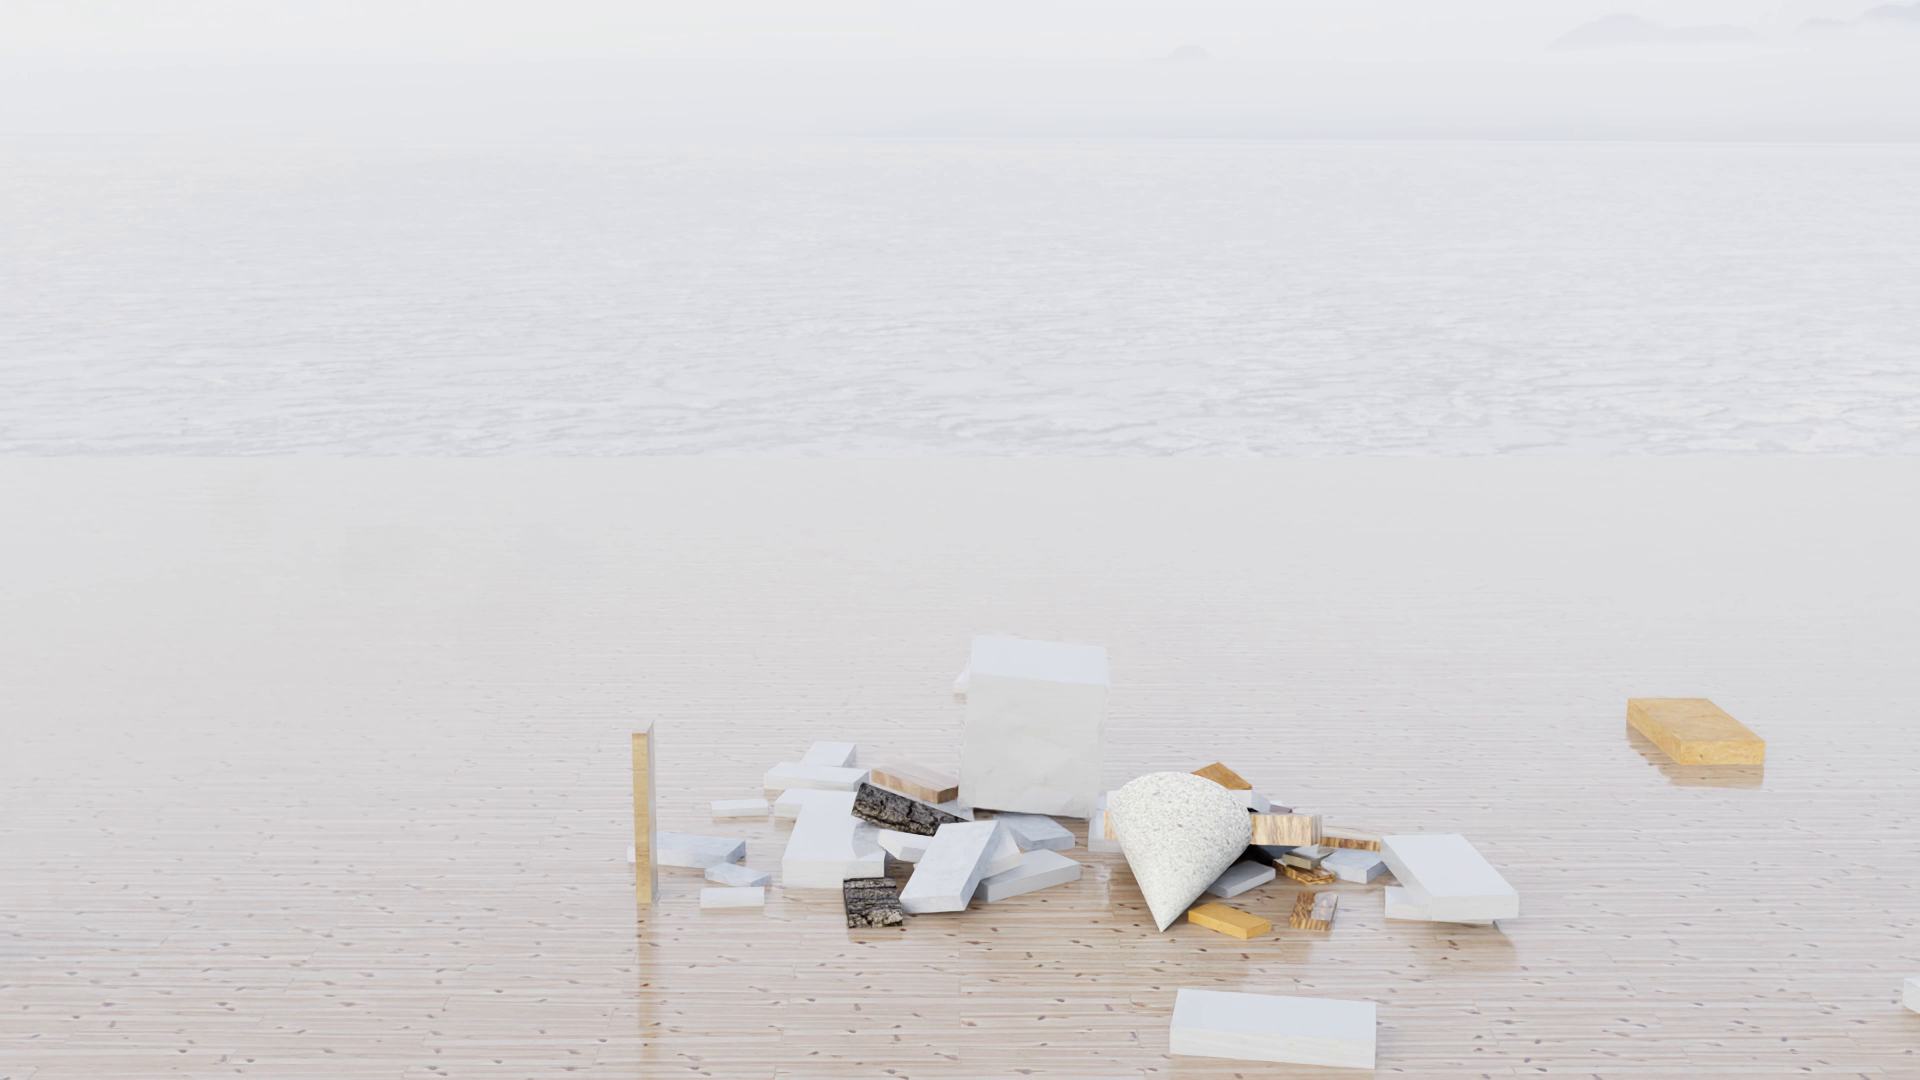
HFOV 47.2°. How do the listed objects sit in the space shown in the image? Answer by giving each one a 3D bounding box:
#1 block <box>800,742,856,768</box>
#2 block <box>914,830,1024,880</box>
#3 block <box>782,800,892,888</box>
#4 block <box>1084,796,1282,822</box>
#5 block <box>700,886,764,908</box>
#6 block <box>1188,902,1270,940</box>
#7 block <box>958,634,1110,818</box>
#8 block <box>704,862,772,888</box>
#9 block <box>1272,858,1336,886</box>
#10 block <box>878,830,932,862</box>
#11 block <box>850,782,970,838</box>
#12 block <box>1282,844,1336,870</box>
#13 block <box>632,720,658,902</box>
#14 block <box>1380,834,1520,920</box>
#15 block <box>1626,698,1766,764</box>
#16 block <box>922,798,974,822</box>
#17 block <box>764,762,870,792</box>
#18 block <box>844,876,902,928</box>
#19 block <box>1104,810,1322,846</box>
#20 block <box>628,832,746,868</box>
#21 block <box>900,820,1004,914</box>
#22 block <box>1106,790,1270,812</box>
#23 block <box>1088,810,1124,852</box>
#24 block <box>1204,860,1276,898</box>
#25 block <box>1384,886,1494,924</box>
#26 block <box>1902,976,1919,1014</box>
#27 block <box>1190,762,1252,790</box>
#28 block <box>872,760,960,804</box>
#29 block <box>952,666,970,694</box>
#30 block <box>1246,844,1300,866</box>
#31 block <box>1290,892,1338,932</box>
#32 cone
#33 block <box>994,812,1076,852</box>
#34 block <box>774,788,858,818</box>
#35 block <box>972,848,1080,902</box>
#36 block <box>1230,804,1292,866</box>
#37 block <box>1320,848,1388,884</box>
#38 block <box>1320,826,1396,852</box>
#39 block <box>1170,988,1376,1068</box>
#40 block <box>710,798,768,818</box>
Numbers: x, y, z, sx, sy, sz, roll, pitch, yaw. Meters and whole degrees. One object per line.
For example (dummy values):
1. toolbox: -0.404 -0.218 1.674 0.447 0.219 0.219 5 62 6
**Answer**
1. block: -0.265 0.440 4.412 0.085 0.024 0.170 1 11 7
2. block: 0.014 0.543 3.681 0.171 0.024 0.085 -20 22 -6
3. block: -0.206 0.530 3.859 0.171 0.048 0.341 0 11 2
4. block: 0.414 0.502 4.076 0.363 0.024 0.085 1 11 5
5. block: -0.376 0.590 3.631 0.104 0.015 0.052 -1 11 -5
6. block: 0.431 0.609 3.519 0.060 0.017 0.120 -10 14 -42
7. block: 0.136 0.343 4.085 0.253 0.253 0.253 5 13 1
8. block: -0.377 0.571 3.732 0.104 0.015 0.052 8 13 36
9. block: 0.587 0.565 3.761 0.054 0.015 0.107 -5 12 -26
10. block: -0.047 0.532 3.767 0.171 0.024 0.086 13 7 -30
11. block: -0.083 0.495 3.901 0.215 0.030 0.108 20 11 -2
12. block: 0.604 0.545 3.790 0.054 0.015 0.107 11 10 34
13. block: -0.521 0.448 3.640 0.024 0.289 0.085 0 11 0
14. block: 0.803 0.553 3.627 0.139 0.039 0.307 -1 11 -5
15. block: 1.528 0.396 4.582 0.171 0.048 0.341 0 11 -1
16. block: -0.022 0.505 4.056 0.090 0.025 0.179 -1 11 -3
17. block: -0.278 0.464 4.275 0.185 0.026 0.092 3 11 17
18. block: -0.144 0.592 3.594 0.085 0.024 0.171 -1 11 -6
19. block: 0.435 0.491 3.768 0.350 0.048 0.171 0 -5 16
20. block: -0.478 0.543 3.850 0.184 0.026 0.092 3 11 15
21. block: -0.013 0.539 3.635 0.108 0.030 0.215 -7 24 24
22. block: 0.405 0.468 3.899 0.268 0.030 0.108 -3 -17 25
23. block: 0.276 0.524 3.960 0.085 0.024 0.169 1 11 5
24. block: 0.468 0.571 3.702 0.120 0.017 0.060 -14 17 -39
25. block: 0.779 0.594 3.580 0.170 0.024 0.085 2 11 10
26. block: 1.478 0.678 3.088 0.139 0.039 0.278 -3 11 -16
27. block: 0.430 0.473 4.050 0.196 0.028 0.098 -18 31 -28
28. block: -0.073 0.457 4.159 0.179 0.025 0.090 13 16 43
29. block: 0.045 0.320 5.055 0.085 0.024 0.170 3 11 13
30. block: 0.556 0.540 3.841 0.107 0.015 0.054 -8 36 -36
31. block: 0.574 0.601 3.562 0.063 0.018 0.125 3 11 15
32. cone: 0.343 0.547 3.575 0.239 0.239 0.239 3 40 13
33. block: 0.132 0.524 3.961 0.085 0.024 0.169 -4 11 -22
34. block: -0.245 0.495 4.109 0.184 0.026 0.092 2 11 11
35. block: 0.097 0.566 3.721 0.196 0.028 0.098 -8 13 -36
36. block: 0.495 0.517 3.902 0.098 0.028 0.196 9 23 41
37. block: 0.700 0.552 3.806 0.085 0.024 0.170 7 13 34
38. block: 0.695 0.523 3.849 0.125 0.018 0.063 3 11 18
39. block: 0.439 0.681 3.071 0.278 0.039 0.139 2 11 10
40. block: -0.412 0.501 4.110 0.104 0.015 0.052 -2 11 -9
